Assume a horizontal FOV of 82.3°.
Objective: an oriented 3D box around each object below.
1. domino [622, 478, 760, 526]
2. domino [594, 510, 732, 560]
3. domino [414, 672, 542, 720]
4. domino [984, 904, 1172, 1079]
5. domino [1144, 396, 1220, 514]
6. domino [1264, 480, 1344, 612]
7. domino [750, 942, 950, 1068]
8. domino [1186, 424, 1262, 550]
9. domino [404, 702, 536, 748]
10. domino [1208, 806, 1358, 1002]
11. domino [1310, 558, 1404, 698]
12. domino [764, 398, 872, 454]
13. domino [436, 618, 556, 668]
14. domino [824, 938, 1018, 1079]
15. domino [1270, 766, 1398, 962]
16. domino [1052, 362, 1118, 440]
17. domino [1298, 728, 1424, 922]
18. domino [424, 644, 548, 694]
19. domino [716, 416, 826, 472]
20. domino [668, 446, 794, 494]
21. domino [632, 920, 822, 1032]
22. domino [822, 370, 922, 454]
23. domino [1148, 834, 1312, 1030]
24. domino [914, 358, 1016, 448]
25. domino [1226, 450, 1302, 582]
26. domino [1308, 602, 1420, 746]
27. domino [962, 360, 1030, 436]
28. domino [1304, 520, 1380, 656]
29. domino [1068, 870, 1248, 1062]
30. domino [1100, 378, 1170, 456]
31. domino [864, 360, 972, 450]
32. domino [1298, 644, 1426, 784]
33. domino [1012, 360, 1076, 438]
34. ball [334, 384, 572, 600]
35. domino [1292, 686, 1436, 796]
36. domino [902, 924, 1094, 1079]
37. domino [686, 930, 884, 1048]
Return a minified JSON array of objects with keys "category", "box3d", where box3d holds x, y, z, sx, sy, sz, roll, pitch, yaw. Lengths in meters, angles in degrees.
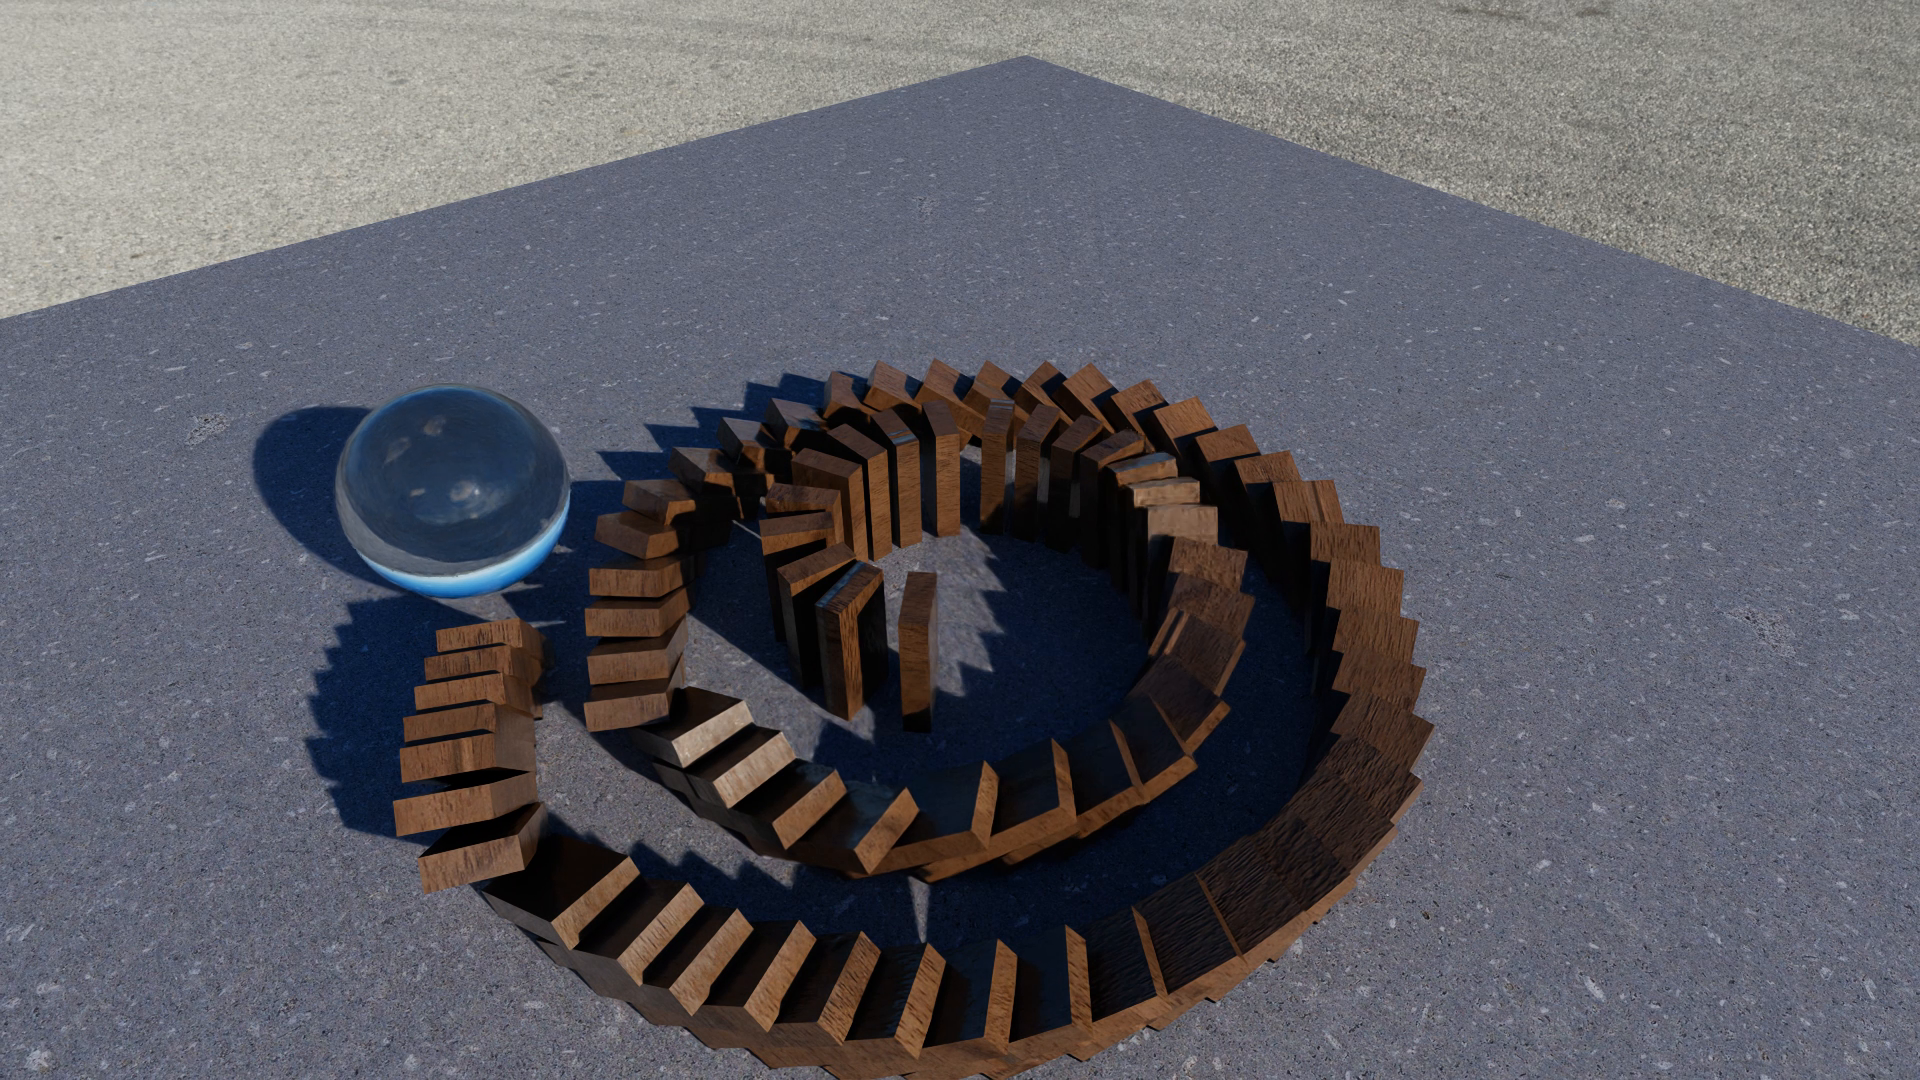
[{"category":"domino","box3d":[-0.108,-0.016,0.445,0.025,0.009,0.050,23,17,29]},{"category":"domino","box3d":[-0.115,-0.004,0.431,0.025,0.010,0.050,19,15,22]},{"category":"domino","box3d":[-0.152,0.052,0.351,0.025,0.050,0.009,-9,78,-10]},{"category":"domino","box3d":[0.027,0.116,0.282,0.050,0.010,0.025,-29,38,13]},{"category":"domino","box3d":[0.102,-0.035,0.468,0.025,0.010,0.050,-20,72,-26]},{"category":"domino","box3d":[0.136,0.002,0.423,0.025,0.010,0.050,-3,67,-7]},{"category":"domino","box3d":[-0.028,0.118,0.278,0.050,0.010,0.025,-21,28,33]},{"category":"domino","box3d":[0.116,-0.022,0.453,0.025,0.009,0.050,-16,70,-19]},{"category":"domino","box3d":[-0.151,0.060,0.342,0.025,0.050,0.009,-9,78,-10]},{"category":"domino","box3d":[0.080,0.100,0.302,0.050,0.009,0.025,-41,47,2]},{"category":"domino","box3d":[0.140,0.033,0.386,0.025,0.010,0.050,11,67,11]},{"category":"domino","box3d":[-0.059,-0.048,0.486,0.050,0.009,0.025,7,31,-35]},{"category":"domino","box3d":[-0.155,0.037,0.370,0.025,0.050,0.009,-9,78,-10]},{"category":"domino","box3d":[-0.010,0.119,0.277,0.050,0.010,0.025,-25,31,28]},{"category":"domino","box3d":[0.096,0.091,0.312,0.050,0.009,0.025,-45,52,-2]},{"category":"domino","box3d":[0.067,-0.054,0.488,0.050,0.010,0.025,47,48,5]},{"category":"domino","box3d":[0.109,0.083,0.322,0.050,0.009,0.025,-49,54,-5]},{"category":"domino","box3d":[-0.154,0.045,0.361,0.025,0.050,0.010,-9,78,-10]},{"category":"domino","box3d":[-0.077,-0.040,0.476,0.050,0.010,0.025,4,31,-39]},{"category":"domino","box3d":[-0.094,-0.029,0.461,0.025,0.010,0.050,34,23,35]},{"category":"domino","box3d":[-0.061,0.112,0.284,0.050,0.009,0.025,-18,25,40]},{"category":"domino","box3d":[-0.037,-0.057,0.496,0.050,0.010,0.025,19,35,-20]},{"category":"domino","box3d":[0.065,0.105,0.295,0.050,0.010,0.025,-38,47,4]},{"category":"domino","box3d":[0.005,-0.061,0.499,0.050,0.010,0.025,29,38,-10]},{"category":"domino","box3d":[0.127,-0.010,0.438,0.025,0.010,0.050,-11,69,-13]},{"category":"domino","box3d":[0.135,0.048,0.368,0.025,0.009,0.050,15,68,17]},{"category":"domino","box3d":[0.028,-0.059,0.497,0.050,0.010,0.025,32,42,-6]},{"category":"domino","box3d":[0.140,0.018,0.404,0.025,0.010,0.050,5,66,6]},{"category":"domino","box3d":[0.047,0.111,0.288,0.050,0.009,0.025,-34,43,8]},{"category":"domino","box3d":[0.087,-0.045,0.479,0.025,0.010,0.050,-27,76,-32]},{"category":"domino","box3d":[-0.018,-0.061,0.498,0.050,0.010,0.025,25,33,-15]},{"category":"domino","box3d":[0.128,0.061,0.351,0.025,0.010,0.050,19,71,22]},{"category":"domino","box3d":[0.050,-0.056,0.494,0.050,0.010,0.025,40,47,1]},{"category":"ball","box3d":[-0.187,-0.018,0.410,0.080,0.080,0.080,0,39,0]},{"category":"domino","box3d":[0.120,0.073,0.335,0.025,0.009,0.050,28,79,30]},{"category":"domino","box3d":[0.009,0.118,0.277,0.050,0.009,0.025,-29,35,23]},{"category":"domino","box3d":[-0.045,0.115,0.281,0.050,0.009,0.025,-21,26,36]}]
